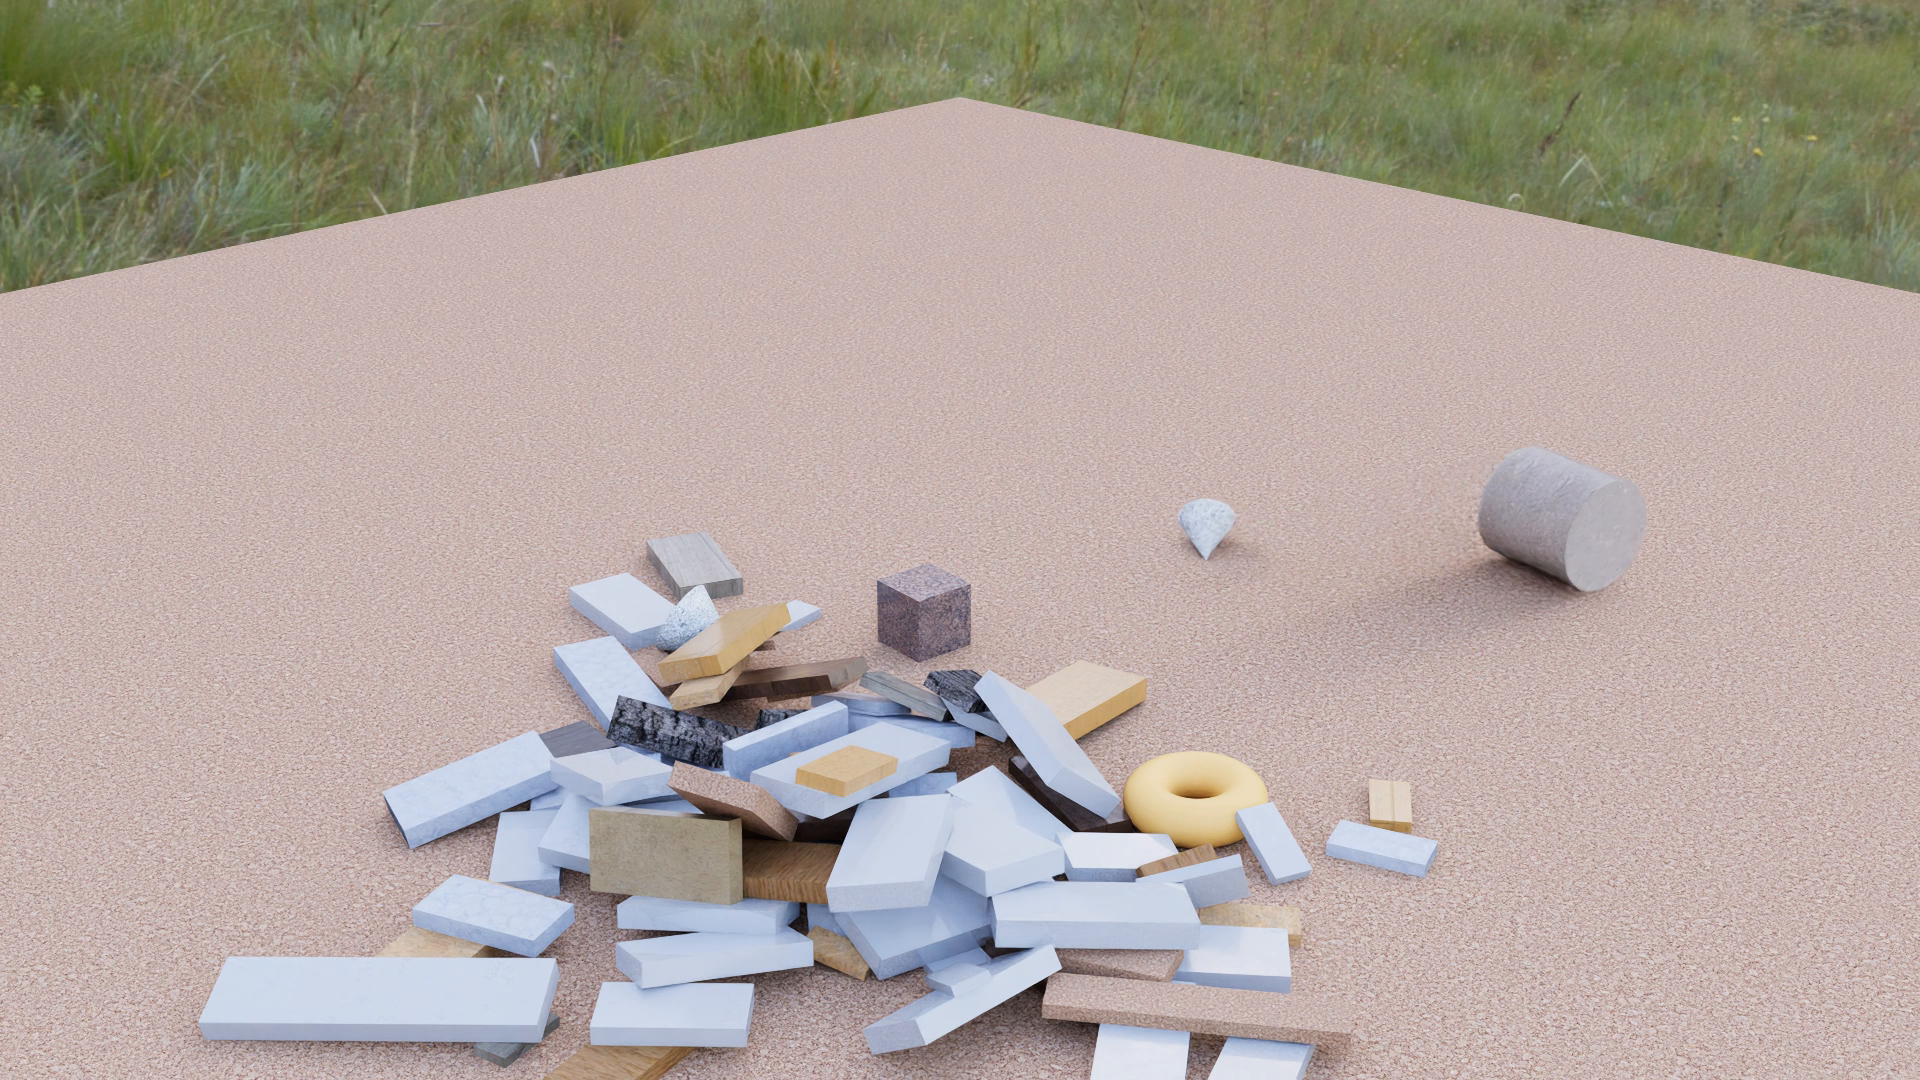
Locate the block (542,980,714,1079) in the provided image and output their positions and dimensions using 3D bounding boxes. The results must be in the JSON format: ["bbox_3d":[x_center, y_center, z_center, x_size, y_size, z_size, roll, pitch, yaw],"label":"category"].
[{"bbox_3d":[-0.557,0.866,3.671,0.130,0.037,0.463,14,26,29],"label":"block"}]

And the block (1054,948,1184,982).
[{"bbox_3d":[0.266,0.733,3.881,0.233,0.033,0.117,8,24,21],"label":"block"}]

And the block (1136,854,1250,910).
[{"bbox_3d":[0.430,0.642,4.057,0.196,0.098,0.028,-14,44,5],"label":"block"}]

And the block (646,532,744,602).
[{"bbox_3d":[-0.671,0.067,5.544,0.160,0.045,0.320,-9,25,-21],"label":"block"}]

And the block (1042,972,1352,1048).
[{"bbox_3d":[0.403,0.797,3.737,0.517,0.028,0.098,4,23,9],"label":"block"}]

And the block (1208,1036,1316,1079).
[{"bbox_3d":[0.398,0.974,3.418,0.133,0.038,0.842,9,25,20],"label":"block"}]

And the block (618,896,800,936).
[{"bbox_3d":[-0.458,0.677,4.019,0.299,0.042,0.149,0,4,13],"label":"block"}]

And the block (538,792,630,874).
[{"bbox_3d":[-0.630,0.583,4.203,0.311,0.042,0.149,12,40,11],"label":"block"}]

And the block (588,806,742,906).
[{"bbox_3d":[-0.543,0.579,4.047,0.307,0.153,0.043,1,4,26],"label":"block"}]

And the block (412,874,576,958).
[{"bbox_3d":[-0.847,0.681,3.995,0.260,0.037,0.130,10,25,22],"label":"block"}]

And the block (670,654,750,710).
[{"bbox_3d":[-0.548,0.305,4.854,0.103,0.029,0.409,-12,8,6],"label":"block"}]

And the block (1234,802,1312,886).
[{"bbox_3d":[0.605,0.587,4.258,0.082,0.023,0.165,-10,51,-23],"label":"block"}]

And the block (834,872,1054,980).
[{"bbox_3d":[-0.014,0.674,4.026,0.392,0.049,0.174,-13,38,-28],"label":"block"}]

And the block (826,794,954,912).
[{"bbox_3d":[-0.122,0.563,3.980,0.174,0.049,0.348,-6,18,10],"label":"block"}]

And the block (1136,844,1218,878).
[{"bbox_3d":[0.422,0.637,4.172,0.165,0.023,0.082,-13,63,-28],"label":"block"}]

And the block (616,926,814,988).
[{"bbox_3d":[-0.433,0.730,3.875,0.312,0.044,0.156,-3,4,-25],"label":"block"}]

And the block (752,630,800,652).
[{"bbox_3d":[-0.454,0.232,5.015,0.163,0.023,0.081,-6,11,39],"label":"block"}]

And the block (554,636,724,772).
[{"bbox_3d":[-0.697,0.390,4.788,0.145,0.041,0.783,-11,25,-25],"label":"block"}]

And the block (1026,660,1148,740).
[{"bbox_3d":[0.238,0.358,4.808,0.179,0.051,0.358,13,22,34],"label":"block"}]

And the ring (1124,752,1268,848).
[{"bbox_3d":[0.473,0.519,4.414,0.292,0.097,0.292,-1,23,1],"label":"ring"}]

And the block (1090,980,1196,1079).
[{"bbox_3d":[0.311,0.845,3.714,0.152,0.043,0.304,4,23,9],"label":"block"}]

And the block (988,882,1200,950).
[{"bbox_3d":[0.235,0.668,3.923,0.358,0.051,0.179,2,13,-5],"label":"block"}]

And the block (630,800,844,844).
[{"bbox_3d":[-0.441,0.570,4.308,0.420,0.044,0.156,-5,40,-12],"label":"block"}]

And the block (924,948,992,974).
[{"bbox_3d":[-0.003,0.762,3.945,0.112,0.016,0.056,-12,26,-26],"label":"block"}]

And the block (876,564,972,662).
[{"bbox_3d":[-0.084,0.170,5.161,0.156,0.156,0.156,-18,29,-36],"label":"block"}]

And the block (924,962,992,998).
[{"bbox_3d":[-0.004,0.753,3.775,0.070,0.020,0.254,-22,-3,-13],"label":"block"}]

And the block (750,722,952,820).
[{"bbox_3d":[-0.205,0.440,4.254,0.164,0.046,0.487,14,13,26],"label":"block"}]

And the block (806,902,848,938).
[{"bbox_3d":[-0.248,0.682,4.048,0.067,0.019,0.135,-3,52,-8],"label":"block"}]

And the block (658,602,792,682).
[{"bbox_3d":[-0.527,0.229,4.948,0.160,0.045,0.320,-10,15,28],"label":"block"}]

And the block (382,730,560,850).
[{"bbox_3d":[-0.981,0.501,4.437,0.328,0.046,0.164,-22,32,-20],"label":"block"}]

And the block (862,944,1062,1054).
[{"bbox_3d":[0.006,0.783,3.754,0.320,0.045,0.160,-20,-4,-40],"label":"block"}]

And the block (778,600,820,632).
[{"bbox_3d":[-0.418,0.191,5.280,0.081,0.023,0.163,17,28,34],"label":"block"}]

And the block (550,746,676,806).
[{"bbox_3d":[-0.674,0.458,4.282,0.153,0.043,0.307,-8,8,-28],"label":"block"}]

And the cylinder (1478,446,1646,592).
[{"bbox_3d":[1.509,-0.055,5.522,0.288,0.288,0.288,-15,27,-31],"label":"cylinder"}]

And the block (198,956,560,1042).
[{"bbox_3d":[-0.994,0.788,3.777,0.585,0.043,0.152,-1,35,5],"label":"block"}]

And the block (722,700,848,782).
[{"bbox_3d":[-0.355,0.445,4.527,0.290,0.145,0.041,-19,29,-37],"label":"block"}]

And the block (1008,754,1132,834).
[{"bbox_3d":[0.222,0.520,4.493,0.117,0.033,0.328,-10,25,-22],"label":"block"}]

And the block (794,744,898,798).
[{"bbox_3d":[-0.210,0.431,4.110,0.103,0.029,0.207,13,13,24],"label":"block"}]
